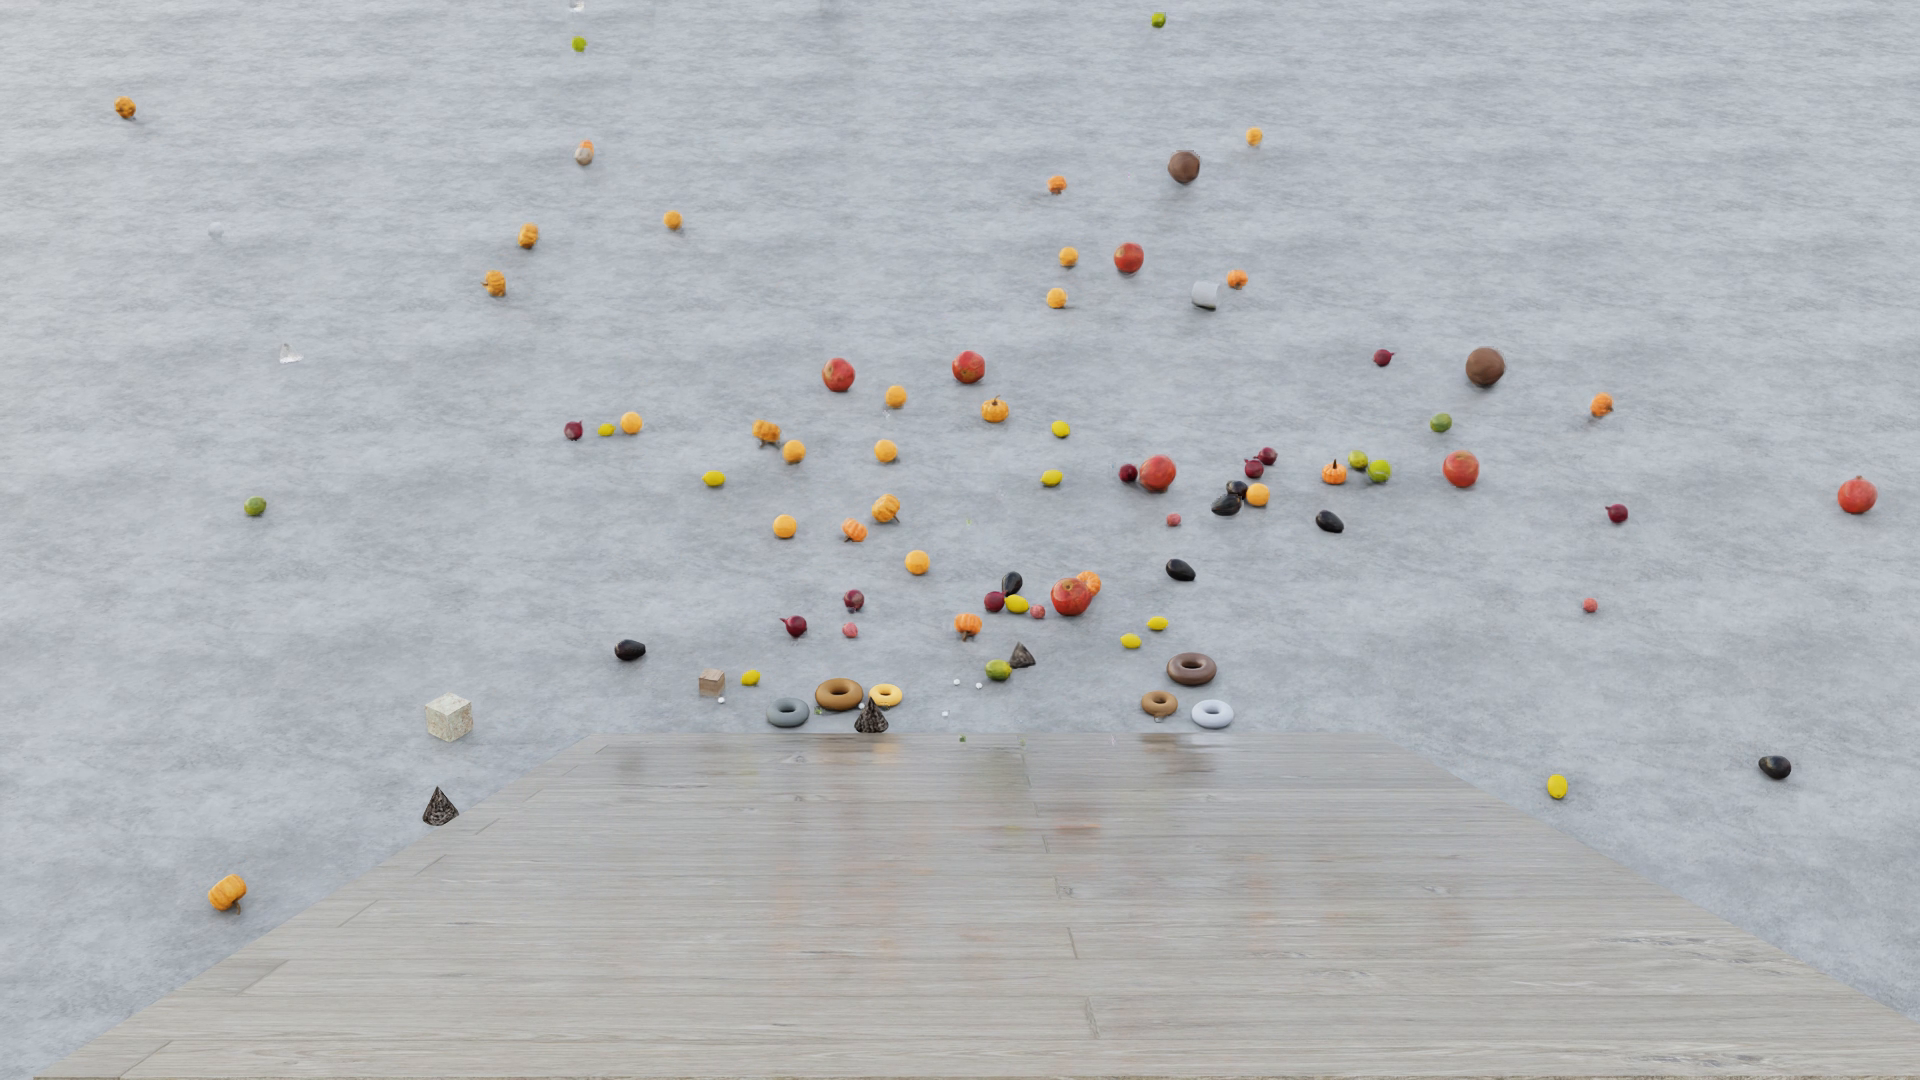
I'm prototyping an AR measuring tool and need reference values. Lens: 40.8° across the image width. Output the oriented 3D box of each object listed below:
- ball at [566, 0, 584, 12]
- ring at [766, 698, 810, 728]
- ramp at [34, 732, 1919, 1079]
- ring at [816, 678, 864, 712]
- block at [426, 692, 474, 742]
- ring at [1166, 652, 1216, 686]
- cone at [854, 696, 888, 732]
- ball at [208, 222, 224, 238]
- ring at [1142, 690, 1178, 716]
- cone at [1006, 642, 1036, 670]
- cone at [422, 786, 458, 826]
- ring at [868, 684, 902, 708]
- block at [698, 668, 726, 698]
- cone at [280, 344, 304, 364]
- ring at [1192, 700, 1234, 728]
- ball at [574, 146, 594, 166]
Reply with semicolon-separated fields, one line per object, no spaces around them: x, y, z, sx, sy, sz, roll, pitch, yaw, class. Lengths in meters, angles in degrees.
-1.866;-2.598;12.520;0.086;0.086;0.086;0;28;0;ball
-0.455;0.455;6.827;0.115;0.038;0.115;-1;28;1;ring
0.063;0.567;4.607;2.000;0.100;4.000;0;1;0;ramp
-0.323;0.413;6.902;0.130;0.043;0.130;-1;29;1;ring
-1.336;0.464;6.762;0.084;0.084;0.084;19;33;32;block
0.629;0.350;7.017;0.137;0.046;0.137;-1;27;0;ring
-0.233;0.448;6.783;0.091;0.091;0.091;0;28;0;cone
-2.849;-1.188;9.894;0.060;0.060;0.060;0;28;0;ball
0.531;0.435;6.872;0.098;0.033;0.098;1;29;0;ring
0.152;0.331;7.065;0.076;0.076;0.076;-38;39;-11;cone
-1.293;0.647;6.411;0.090;0.090;0.090;0;28;0;cone
-0.199;0.416;6.910;0.092;0.031;0.092;1;28;-1;ring
-0.666;0.384;6.944;0.054;0.054;0.054;8;29;14;block
-2.287;-0.634;8.881;0.072;0.072;0.072;12;15;-41;cone
0.667;0.459;6.821;0.111;0.037;0.111;-1;28;1;ring
-1.544;-1.575;10.604;0.078;0.078;0.078;0;28;0;ball
